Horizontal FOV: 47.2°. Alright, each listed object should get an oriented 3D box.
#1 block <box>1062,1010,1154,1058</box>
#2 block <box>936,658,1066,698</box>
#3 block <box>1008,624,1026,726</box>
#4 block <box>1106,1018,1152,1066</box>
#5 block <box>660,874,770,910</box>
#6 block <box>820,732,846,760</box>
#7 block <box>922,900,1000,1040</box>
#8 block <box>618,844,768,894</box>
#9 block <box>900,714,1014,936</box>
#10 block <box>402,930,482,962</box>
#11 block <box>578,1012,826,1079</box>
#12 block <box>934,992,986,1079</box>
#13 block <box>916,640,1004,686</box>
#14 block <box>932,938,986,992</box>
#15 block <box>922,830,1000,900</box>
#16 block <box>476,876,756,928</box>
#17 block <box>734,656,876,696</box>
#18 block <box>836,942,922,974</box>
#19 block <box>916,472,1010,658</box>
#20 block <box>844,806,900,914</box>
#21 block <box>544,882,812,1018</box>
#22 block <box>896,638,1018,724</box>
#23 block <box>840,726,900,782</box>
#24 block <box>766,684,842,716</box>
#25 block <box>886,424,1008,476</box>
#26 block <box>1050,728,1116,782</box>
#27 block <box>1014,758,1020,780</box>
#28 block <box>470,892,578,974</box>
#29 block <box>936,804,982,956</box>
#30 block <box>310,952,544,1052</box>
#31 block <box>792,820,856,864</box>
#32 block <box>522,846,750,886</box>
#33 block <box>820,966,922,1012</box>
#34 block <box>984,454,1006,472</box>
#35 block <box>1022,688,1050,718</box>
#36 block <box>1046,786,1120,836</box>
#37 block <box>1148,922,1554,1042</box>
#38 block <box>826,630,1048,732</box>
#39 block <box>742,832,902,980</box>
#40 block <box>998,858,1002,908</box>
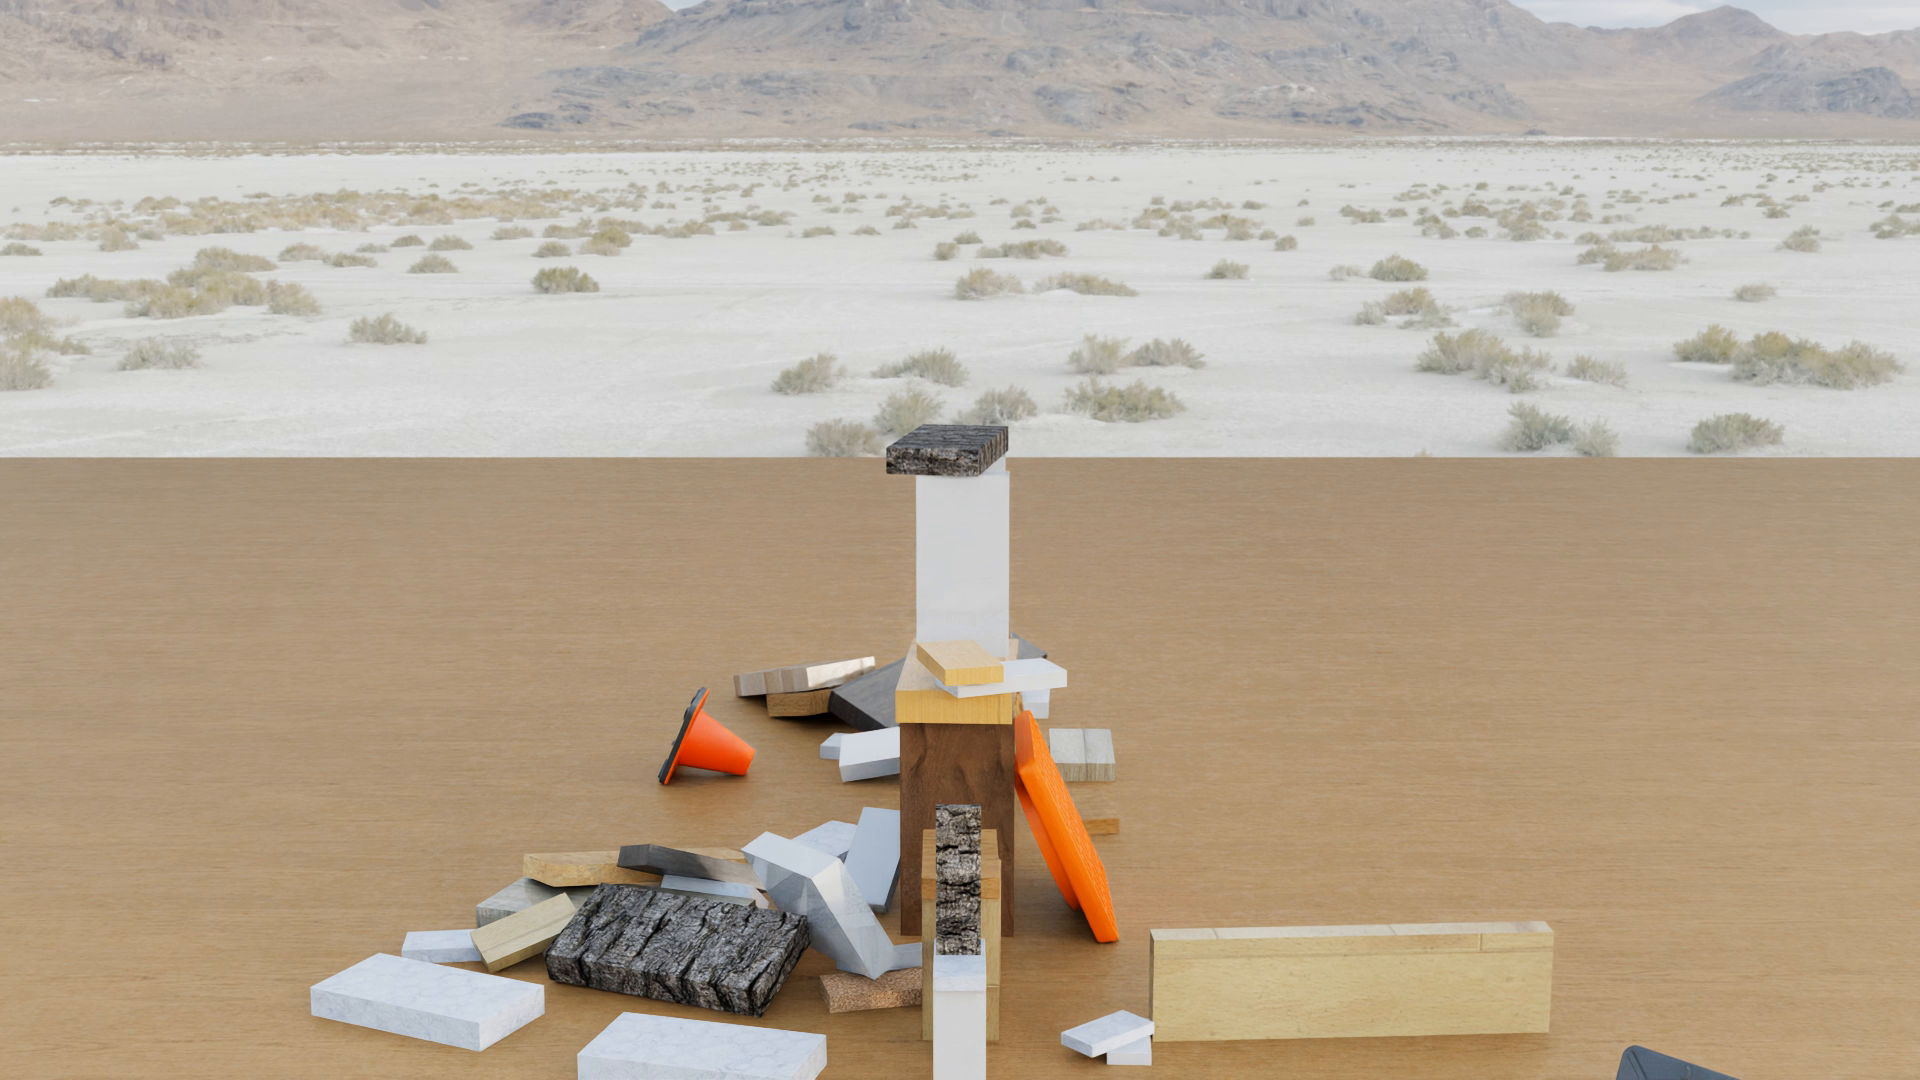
[{"bbox_3d":[0.204,0.681,3.037,0.121,0.017,0.060,-9,14,-41],"label":"block"},{"bbox_3d":[0.063,0.212,3.396,0.182,0.026,0.091,-4,11,-22],"label":"block"},{"bbox_3d":[0.054,0.259,4.288,0.113,0.226,0.032,-8,22,6],"label":"block"},{"bbox_3d":[0.233,0.696,3.053,0.060,0.017,0.121,1,11,3],"label":"block"},{"bbox_3d":[-0.397,0.575,3.564,0.157,0.022,0.079,4,-28,19],"label":"block"},{"bbox_3d":[-0.176,0.426,4.478,0.197,0.028,0.099,3,11,15],"label":"block"},{"bbox_3d":[0.001,0.592,3.072,0.107,0.214,0.030,0,11,0],"label":"block"},{"bbox_3d":[-0.422,0.534,3.568,0.237,0.034,0.118,17,-17,-28],"label":"block"},{"bbox_3d":[-0.004,0.446,3.466,0.179,0.357,0.051,0,11,2],"label":"block"},{"bbox_3d":[-0.779,0.628,3.404,0.158,0.022,0.079,-1,11,-7],"label":"block"},{"bbox_3d":[-0.346,0.700,2.963,0.299,0.042,0.149,3,11,15],"label":"block"},{"bbox_3d":[-0.001,0.657,2.925,0.070,0.140,0.020,0,11,0],"label":"block"},{"bbox_3d":[-0.001,0.188,3.387,0.091,0.026,0.182,-3,11,-14],"label":"block"},{"bbox_3d":[-0.001,0.570,2.956,0.070,0.020,0.139,0,11,0],"label":"block"},{"bbox_3d":[0.000,0.459,3.120,0.107,0.030,0.214,0,11,0],"label":"block"},{"bbox_3d":[-0.544,0.599,3.486,0.403,0.050,0.176,4,11,19],"label":"block"},{"bbox_3d":[-0.345,0.302,4.857,0.169,0.048,0.337,-8,-1,-34],"label":"block"},{"bbox_3d":[-0.092,0.629,3.315,0.169,0.024,0.085,-2,-4,-28],"label":"block"},{"bbox_3d":[0.005,0.039,3.580,0.150,0.300,0.042,0,11,2],"label":"block"},{"bbox_3d":[-0.139,0.528,3.635,0.091,0.026,0.182,4,50,19],"label":"block"},{"bbox_3d":[-0.420,0.608,3.278,0.352,0.050,0.176,5,30,21],"label":"block"},{"bbox_3d":[0.000,0.224,3.545,0.179,0.051,0.357,1,10,3],"label":"block"},{"bbox_3d":[-0.076,0.406,4.339,0.319,0.036,0.126,-9,23,3],"label":"block"},{"bbox_3d":[-0.235,0.334,4.812,0.338,0.048,0.169,-8,0,-37],"label":"block"},{"bbox_3d":[-0.017,-0.151,3.669,0.150,0.042,0.300,2,11,10],"label":"block"},{"bbox_3d":[0.244,0.431,4.427,0.126,0.036,0.252,0,11,2],"label":"block"},{"bbox_3d":[0.038,0.405,4.393,0.099,0.028,0.289,-5,22,-10],"label":"block"},{"bbox_3d":[-0.662,0.602,3.371,0.157,0.022,0.079,-21,38,-23],"label":"block"},{"bbox_3d":[-0.002,0.456,2.952,0.060,0.206,0.017,0,11,0],"label":"block"},{"bbox_3d":[-0.766,0.662,3.164,0.299,0.042,0.149,5,12,25],"label":"block"},{"bbox_3d":[-0.240,0.544,3.824,0.118,0.034,0.237,6,12,30],"label":"block"},{"bbox_3d":[-0.528,0.541,3.650,0.371,0.034,0.118,3,0,-35],"label":"block"},{"bbox_3d":[-0.115,0.659,3.231,0.169,0.024,0.085,-3,11,-14],"label":"block"},{"bbox_3d":[0.003,0.060,3.791,0.150,0.417,0.042,0,10,2],"label":"block"},{"bbox_3d":[0.069,0.356,4.829,0.252,0.036,0.126,1,11,4],"label":"block"},{"bbox_3d":[0.226,0.501,4.071,0.099,0.028,0.197,-2,11,-8],"label":"block"},{"bbox_3d":[0.549,0.621,3.095,0.563,0.149,0.042,-1,11,-3],"label":"block"},{"bbox_3d":[-0.041,0.304,4.760,0.169,0.048,0.539,31,32,29],"label":"block"},{"bbox_3d":[-0.212,0.540,3.280,0.050,0.176,0.352,-34,12,-19],"label":"block"},{"bbox_3d":[0.005,0.570,3.190,0.107,0.214,0.030,-5,12,-26],"label":"block"}]
